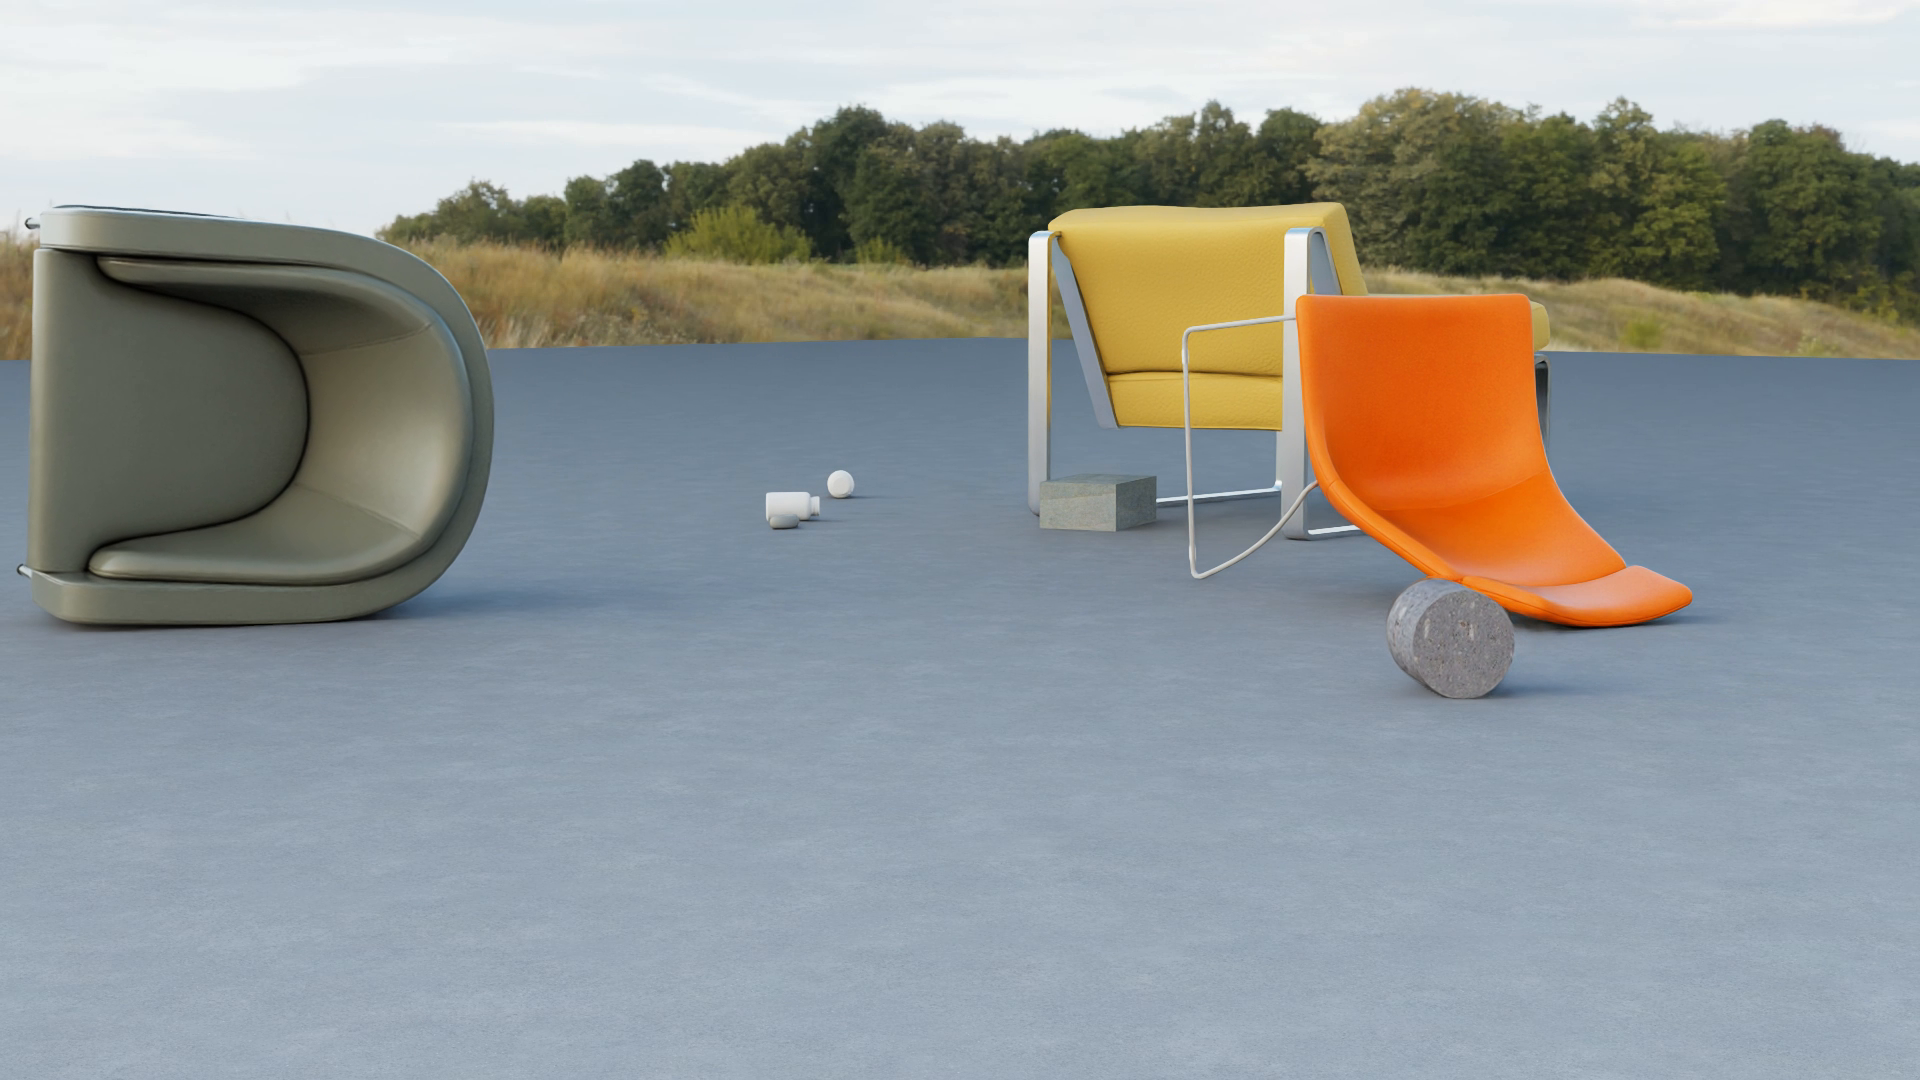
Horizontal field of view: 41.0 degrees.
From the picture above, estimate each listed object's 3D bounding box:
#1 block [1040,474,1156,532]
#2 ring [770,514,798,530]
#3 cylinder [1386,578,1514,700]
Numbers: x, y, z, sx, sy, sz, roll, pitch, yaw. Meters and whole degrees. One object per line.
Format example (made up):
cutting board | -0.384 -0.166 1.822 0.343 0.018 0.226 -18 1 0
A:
block | 0.369 -0.102 6.811 0.212 0.121 0.315 3 6 24
ring | -0.460 -0.048 6.719 0.057 0.034 0.107 2 5 31
cylinder | 0.777 0.155 4.074 0.162 0.171 0.164 -1 6 -5
